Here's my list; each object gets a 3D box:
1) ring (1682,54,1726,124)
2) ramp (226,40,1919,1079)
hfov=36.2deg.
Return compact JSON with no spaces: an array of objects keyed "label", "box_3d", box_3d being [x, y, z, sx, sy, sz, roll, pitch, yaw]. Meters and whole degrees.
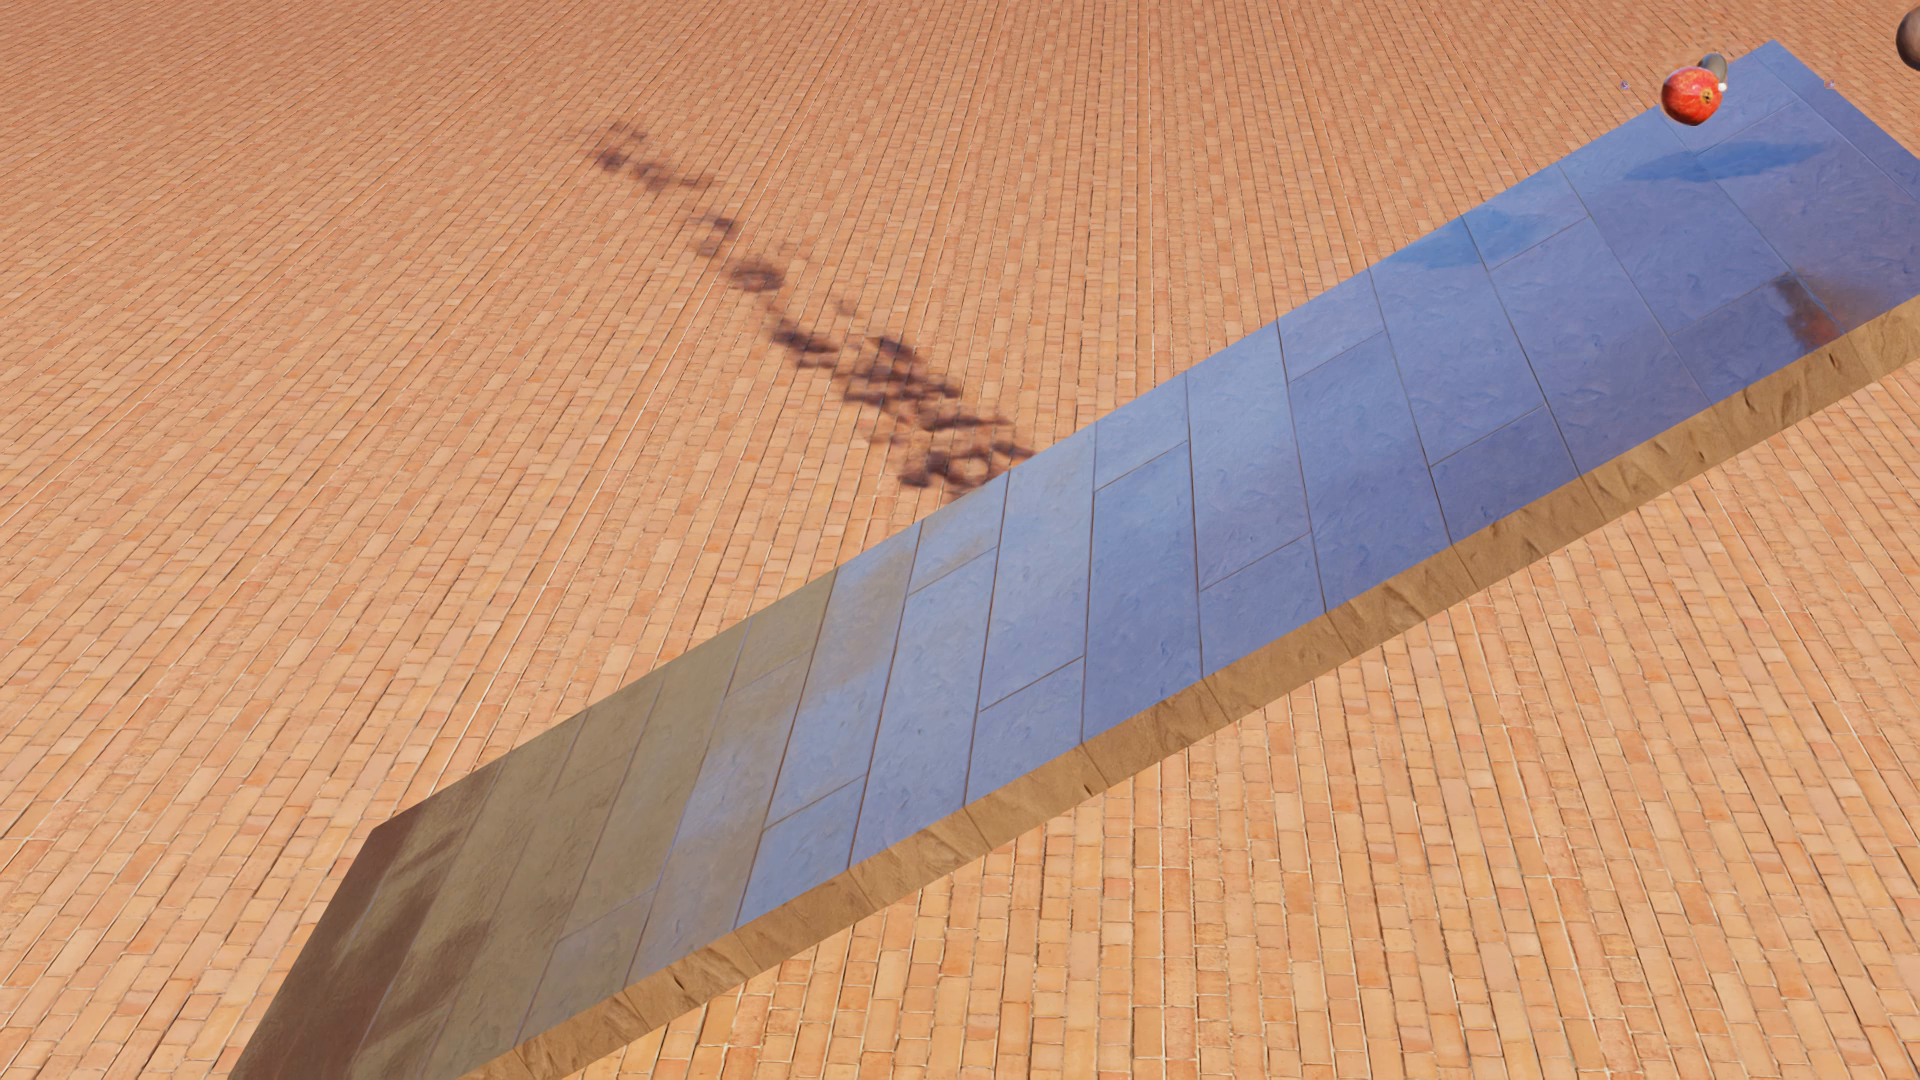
[{"label":"ring","box_3d":[1.475,-0.894,5.829,0.049,0.148,0.148,19,20,0]},{"label":"ramp","box_3d":[0.141,0.169,6.288,4.000,0.100,2.000,-29,15,13]}]
